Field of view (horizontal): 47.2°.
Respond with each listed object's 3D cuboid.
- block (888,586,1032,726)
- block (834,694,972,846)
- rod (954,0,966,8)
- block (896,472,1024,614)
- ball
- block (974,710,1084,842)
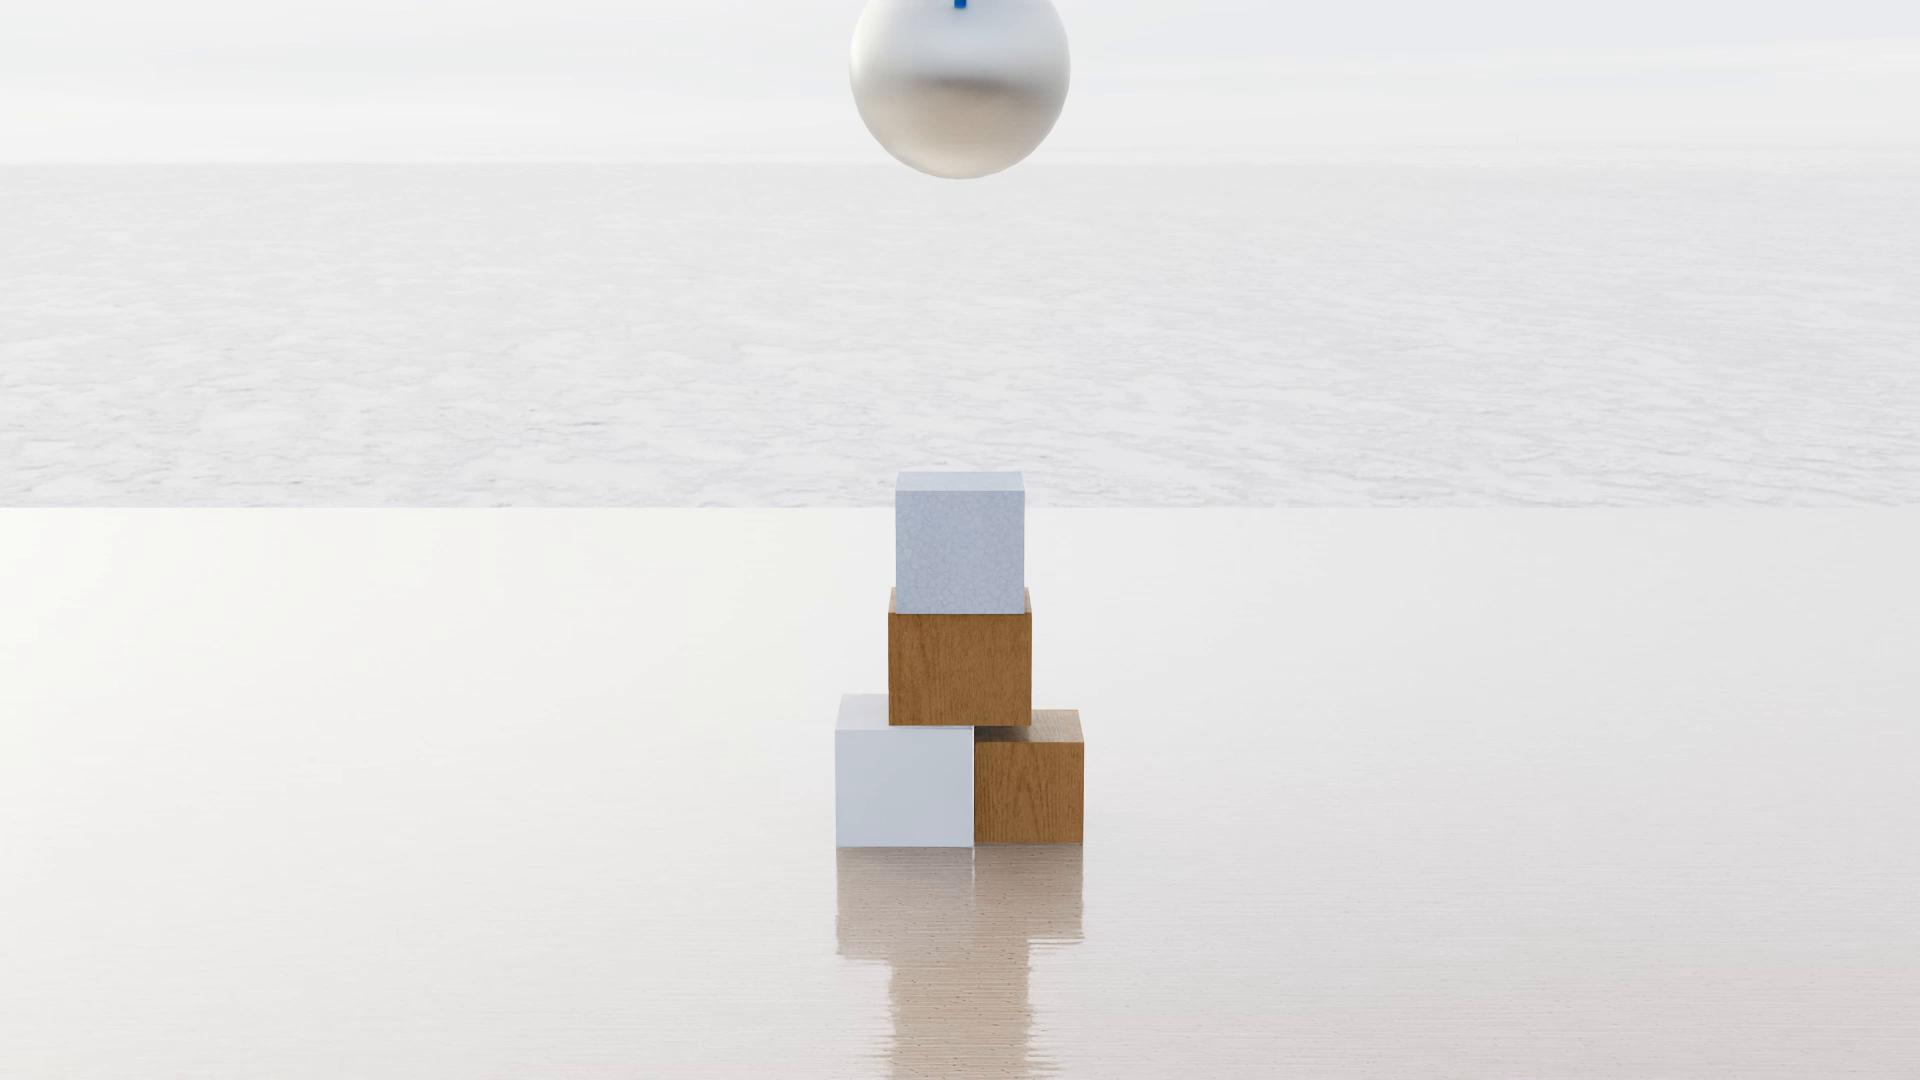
[{"bbox_3d":[0.000,0.589,11.301,0.718,0.582,0.634,0,10,0],"label":"block"},{"bbox_3d":[-0.281,1.180,11.377,0.689,0.607,0.725,0,10,0],"label":"block"},{"bbox_3d":[0.000,-4.585,12.617,0.080,0.080,5.200,0,-20,0],"label":"rod"},{"bbox_3d":[0.000,0.004,11.162,0.637,0.618,0.642,0,10,0],"label":"block"},{"bbox_3d":[0.000,-3.396,15.802,1.600,1.600,1.600,0,10,0],"label":"ball"},{"bbox_3d":[0.349,1.216,11.409,0.552,0.526,0.651,0,10,0],"label":"block"}]
